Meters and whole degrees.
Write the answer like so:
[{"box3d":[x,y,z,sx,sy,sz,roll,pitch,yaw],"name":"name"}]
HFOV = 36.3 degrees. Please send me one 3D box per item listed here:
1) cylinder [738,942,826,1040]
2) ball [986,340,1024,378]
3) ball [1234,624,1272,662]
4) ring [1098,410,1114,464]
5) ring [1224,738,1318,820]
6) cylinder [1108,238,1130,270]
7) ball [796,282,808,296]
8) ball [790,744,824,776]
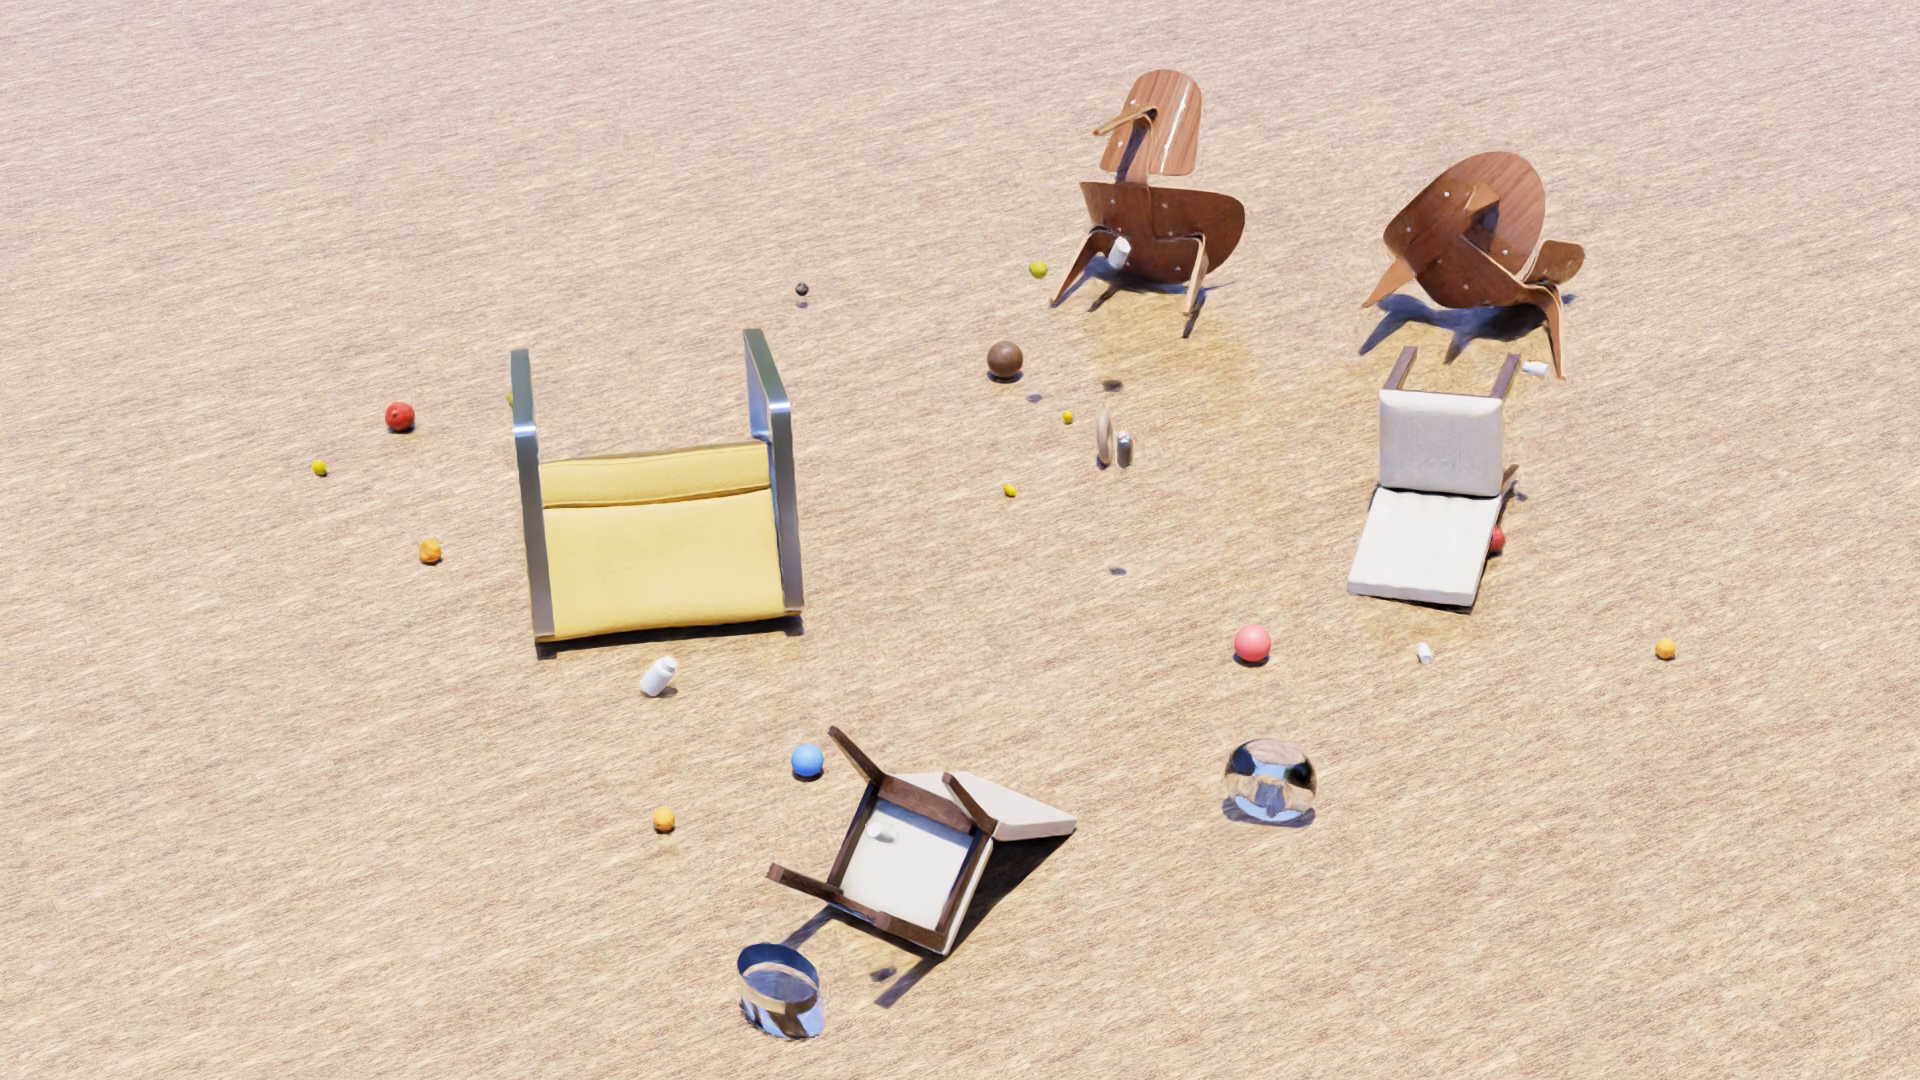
[{"box3d":[-0.532,1.342,8.725,0.286,0.173,0.185,27,51,30],"name":"cylinder"},{"box3d":[0.184,-0.735,11.923,0.152,0.152,0.152,0,33,0],"name":"ball"},{"box3d":[1.026,0.361,10.278,0.130,0.130,0.130,0,33,0],"name":"ball"},{"box3d":[0.563,-0.397,11.366,0.040,0.212,0.159,-1,14,15],"name":"ring"},{"box3d":[1.008,0.778,9.512,0.314,0.280,0.145,28,36,-8],"name":"ring"},{"box3d":[0.625,-1.124,11.508,0.059,0.088,0.101,9,39,-19],"name":"cylinder"},{"box3d":[-0.669,-1.062,12.405,0.057,0.057,0.057,0,33,0],"name":"ball"},{"box3d":[-0.507,0.731,9.735,0.109,0.109,0.109,0,33,0],"name":"ball"}]
